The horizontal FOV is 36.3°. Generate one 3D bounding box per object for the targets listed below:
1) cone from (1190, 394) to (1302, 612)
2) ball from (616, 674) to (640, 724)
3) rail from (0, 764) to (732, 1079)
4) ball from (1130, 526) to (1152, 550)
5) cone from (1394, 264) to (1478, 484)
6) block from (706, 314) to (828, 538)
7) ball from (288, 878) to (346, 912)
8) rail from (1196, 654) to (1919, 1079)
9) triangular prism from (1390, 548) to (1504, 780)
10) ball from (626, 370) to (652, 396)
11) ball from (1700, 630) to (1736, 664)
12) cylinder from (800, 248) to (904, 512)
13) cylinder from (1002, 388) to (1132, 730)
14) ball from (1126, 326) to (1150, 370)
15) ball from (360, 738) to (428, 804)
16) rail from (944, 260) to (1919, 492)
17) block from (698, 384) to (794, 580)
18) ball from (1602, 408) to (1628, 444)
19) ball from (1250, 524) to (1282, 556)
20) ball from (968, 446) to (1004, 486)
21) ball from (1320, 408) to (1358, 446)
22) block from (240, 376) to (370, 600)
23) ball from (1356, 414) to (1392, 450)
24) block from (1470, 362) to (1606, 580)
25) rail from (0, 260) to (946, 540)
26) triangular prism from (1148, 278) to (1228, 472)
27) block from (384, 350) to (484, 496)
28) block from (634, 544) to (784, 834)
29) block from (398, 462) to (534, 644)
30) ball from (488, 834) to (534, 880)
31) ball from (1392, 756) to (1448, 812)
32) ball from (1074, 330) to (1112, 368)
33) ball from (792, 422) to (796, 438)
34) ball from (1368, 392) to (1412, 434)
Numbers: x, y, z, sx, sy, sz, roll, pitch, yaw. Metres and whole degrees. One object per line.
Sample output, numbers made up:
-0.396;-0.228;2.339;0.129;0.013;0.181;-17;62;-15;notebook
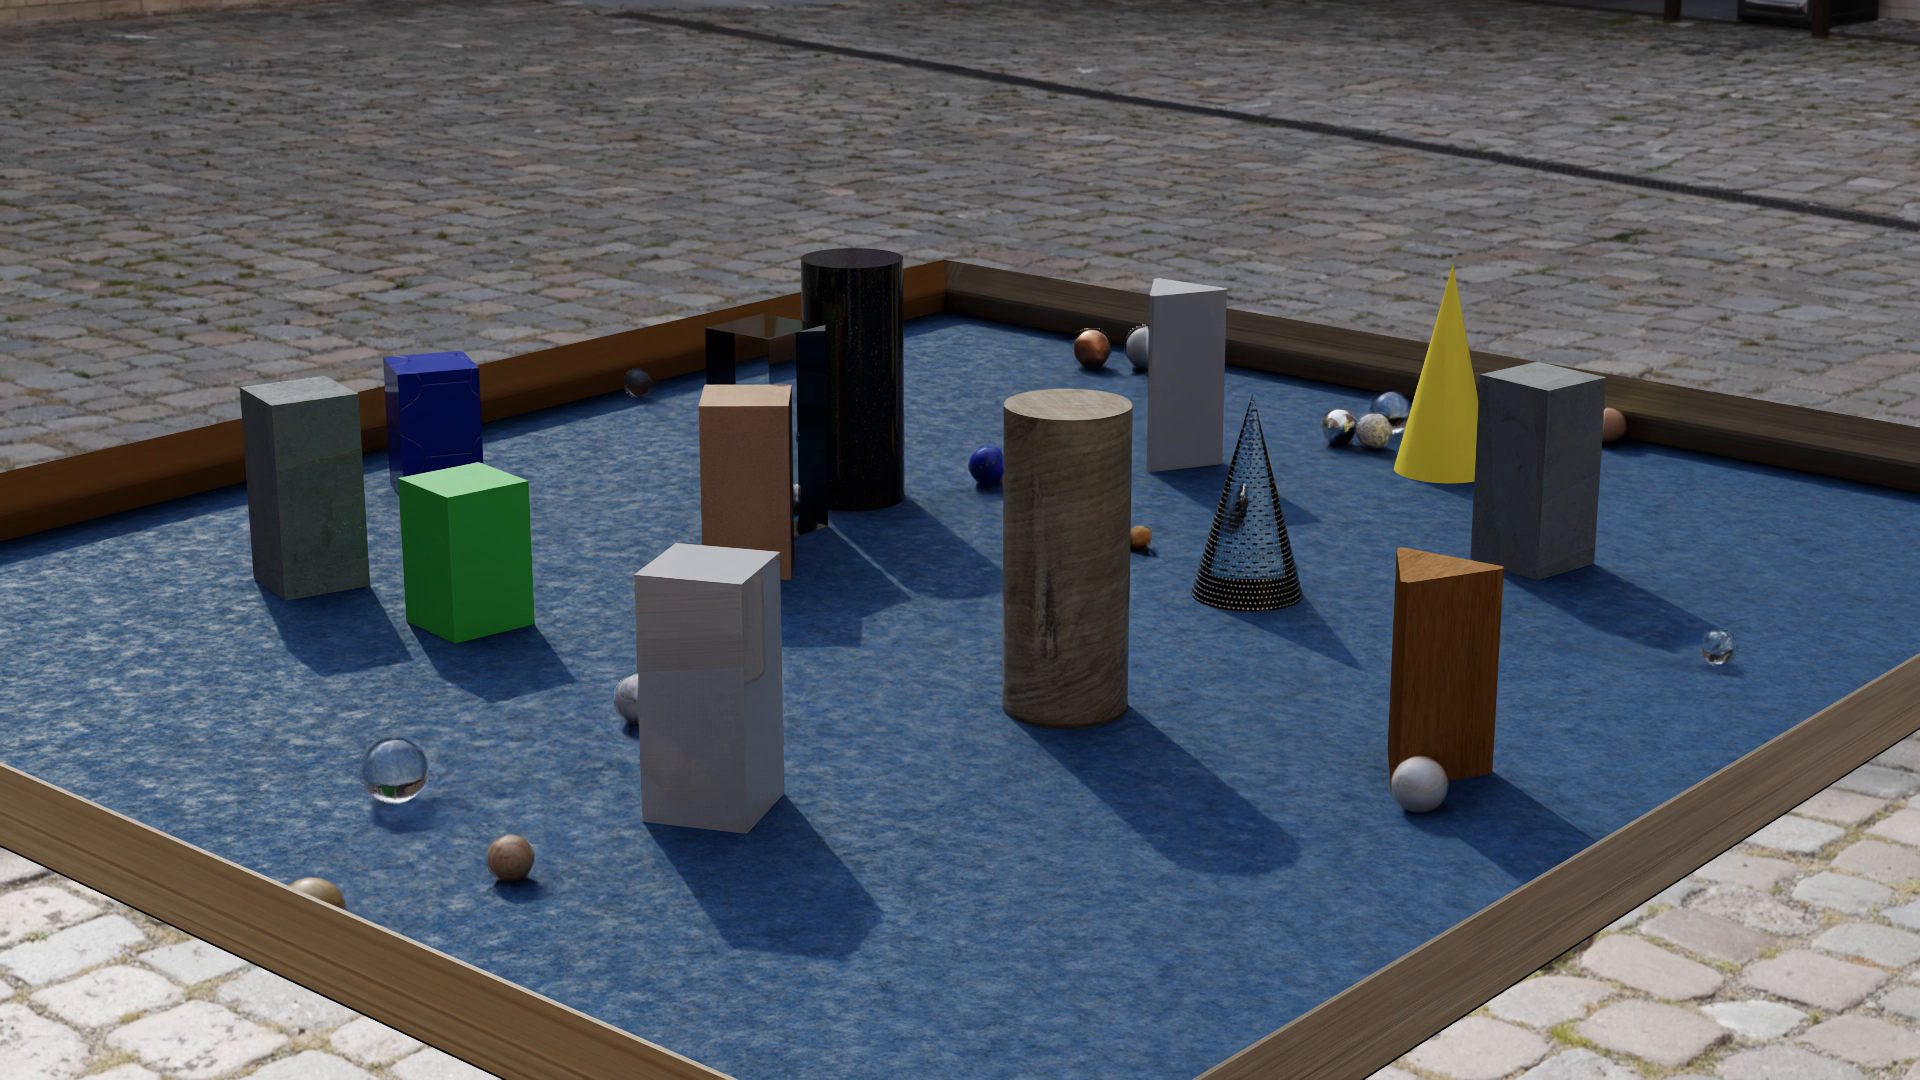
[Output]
0.502;-0.079;5.082;0.196;0.363;0.196;0;17;0;cone
-0.491;0.244;4.509;0.077;0.077;0.077;0;17;0;ball
-1.119;0.404;3.886;3.109;0.127;0.045;14;22;39;rail
0.330;-0.005;5.390;0.044;0.044;0.044;0;17;0;ball
0.974;-0.343;5.855;0.196;0.423;0.196;0;17;0;cone
-0.360;-0.209;5.470;0.157;0.388;0.157;13;21;37;block
-0.826;0.473;3.728;0.088;0.088;0.088;0;17;0;ball
1.156;0.322;4.159;0.045;0.127;3.461;14;22;39;rail
0.677;0.181;4.302;0.170;0.316;0.147;-7;18;-23;triangular prism
-0.712;-0.347;6.501;0.058;0.058;0.058;0;17;0;ball
1.234;0.175;4.773;0.056;0.056;0.056;0;17;0;ball
-0.206;-0.310;5.658;0.196;0.474;0.196;0;17;0;cylinder
0.164;0.028;4.512;0.196;0.488;0.196;0;17;0;cylinder
0.429;-0.442;6.744;0.098;0.098;0.098;0;17;0;ball
-0.808;0.330;4.193;0.095;0.095;0.095;0;17;0;ball
1.119;-0.340;6.354;3.109;0.127;0.045;14;22;39;rail
-0.380;-0.104;5.243;0.157;0.319;0.157;0;17;-1;block
1.350;-0.237;6.102;0.076;0.076;0.076;0;17;0;ball
0.559;-0.002;5.354;0.058;0.058;0.058;0;17;0;ball
0.055;-0.147;5.804;0.077;0.077;0.077;0;17;0;ball
0.788;-0.235;6.097;0.076;0.076;0.076;0;17;0;ball
-1.151;-0.093;5.153;0.157;0.349;0.157;-11;20;-31;block
0.857;-0.225;6.067;0.075;0.075;0.075;0;17;0;ball
1.038;-0.126;5.268;0.157;0.347;0.157;-13;21;-37;block
-1.156;-0.258;6.081;0.045;0.127;3.461;14;22;39;rail
0.428;-0.339;5.948;0.170;0.361;0.147;-7;18;-22;triangular prism
-1.029;-0.221;5.736;0.157;0.258;0.157;-6;18;-20;block
-0.351;0.207;4.131;0.157;0.365;0.157;5;17;15;block
-0.832;0.020;4.947;0.157;0.253;0.157;-14;22;-39;block
-0.601;0.426;3.930;0.062;0.062;0.062;0;17;0;ball
0.653;0.347;4.161;0.080;0.080;0.080;0;17;0;ball
0.305;-0.440;6.759;0.087;0.087;0.087;0;17;0;ball
-0.374;-0.229;6.100;0.062;0.062;0.062;0;17;0;ball
0.907;-0.268;6.185;0.089;0.089;0.089;0;17;0;ball
